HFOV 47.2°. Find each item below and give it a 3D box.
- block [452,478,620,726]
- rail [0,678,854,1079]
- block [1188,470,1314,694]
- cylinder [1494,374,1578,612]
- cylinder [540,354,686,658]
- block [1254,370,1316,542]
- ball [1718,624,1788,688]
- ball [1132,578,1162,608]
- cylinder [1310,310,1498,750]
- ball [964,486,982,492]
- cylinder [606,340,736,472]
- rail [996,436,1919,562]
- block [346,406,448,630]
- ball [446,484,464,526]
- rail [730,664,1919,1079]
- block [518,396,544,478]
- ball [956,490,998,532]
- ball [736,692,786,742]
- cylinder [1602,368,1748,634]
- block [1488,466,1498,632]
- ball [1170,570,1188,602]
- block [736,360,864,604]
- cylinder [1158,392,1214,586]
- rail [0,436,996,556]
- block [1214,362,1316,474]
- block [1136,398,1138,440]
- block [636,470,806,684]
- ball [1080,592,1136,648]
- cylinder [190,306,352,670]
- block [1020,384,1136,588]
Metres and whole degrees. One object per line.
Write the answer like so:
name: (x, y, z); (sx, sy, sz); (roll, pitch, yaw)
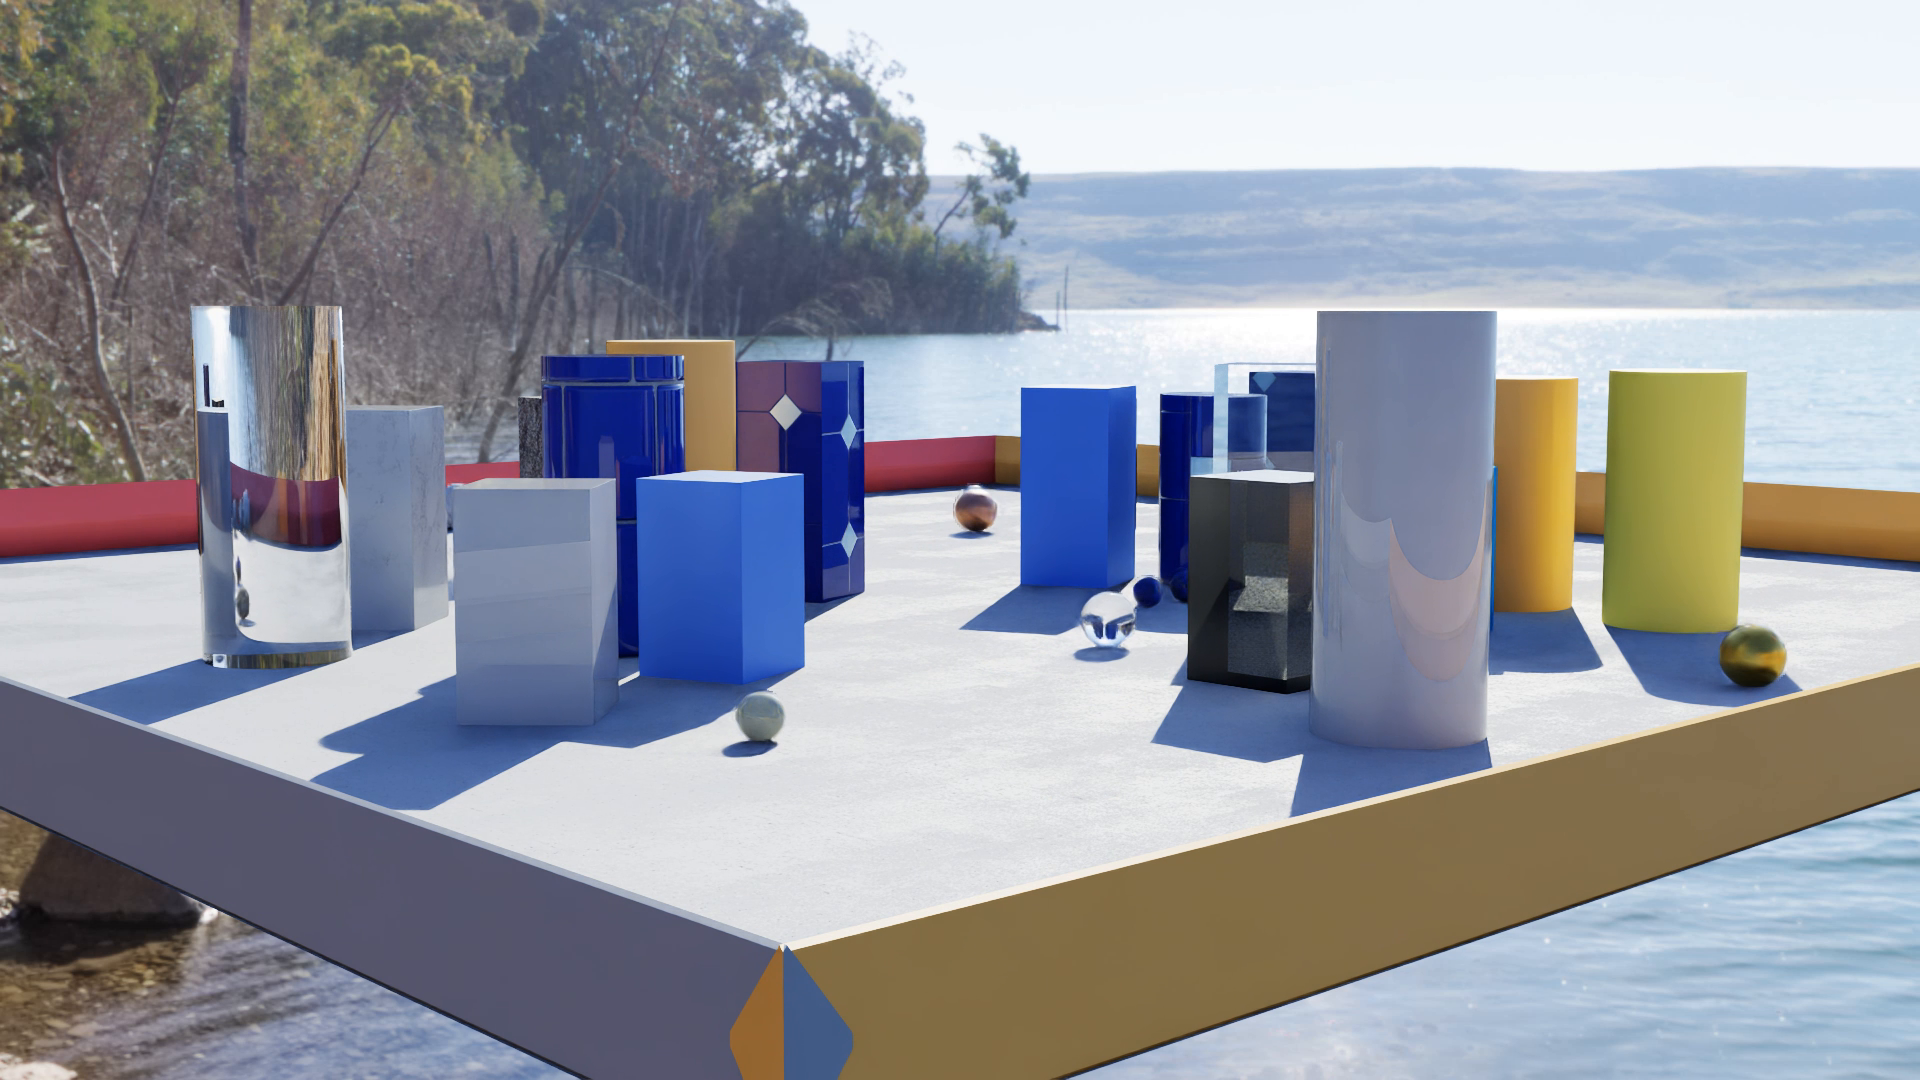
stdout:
block: (-0.461, 0.064, 2.402); (0.146, 0.252, 0.146); (0, 6, 2)
rail: (-1.138, 0.142, 2.288); (0.045, 0.119, 3.142); (-6, 8, -42)
block: (0.375, 0.045, 2.616); (0.146, 0.244, 0.146); (6, 9, 45)
cylinder: (0.822, -0.073, 3.276); (0.183, 0.339, 0.183); (0, 6, 0)
cylinder: (-0.447, -0.048, 2.851); (0.183, 0.380, 0.183); (0, 6, 0)
block: (0.668, -0.166, 4.235); (0.146, 0.320, 0.146); (5, 8, 40)
ball: (0.926, 0.135, 2.569); (0.075, 0.075, 0.075); (0, 6, 0)
ball: (0.278, 0.077, 3.256); (0.044, 0.044, 0.044); (0, 6, 0)
cylinder: (0.458, -0.017, 2.281); (0.183, 0.439, 0.183); (0, 6, 0)
ball: (0.031, -0.097, 4.874); (0.048, 0.048, 0.048); (0, 6, 0)
cylinder: (-0.413, -0.088, 3.160); (0.183, 0.394, 0.183); (0, 6, 0)
rail: (1.138, -0.080, 4.377); (0.045, 0.119, 3.142); (-6, 8, -42)
block: (-0.815, -0.034, 3.085); (0.146, 0.303, 0.146); (1, 6, 5)
ball: (-1.008, -0.069, 4.414); (0.090, 0.090, 0.090); (0, 6, 0)
rail: (1.049, 0.151, 2.202); (3.144, 0.119, 0.045); (-6, 8, -42)
block: (-0.672, -0.108, 3.861); (0.146, 0.285, 0.146); (-5, 8, -40)
ball: (0.033, -0.058, 4.341); (0.084, 0.084, 0.084); (0, 6, 0)
ball: (-0.205, 0.181, 2.255); (0.051, 0.051, 0.051); (0, 6, 0)
cylinder: (0.996, -0.059, 3.070); (0.183, 0.355, 0.183); (0, 6, 0)
block: (0.638, 0.008, 3.048); (0.146, 0.226, 0.146); (-2, 6, -20)
ball: (0.341, 0.069, 3.317); (0.049, 0.049, 0.049); (0, 6, 0)
block: (-0.244, -0.094, 3.376); (0.146, 0.360, 0.146); (3, 7, 23)
cylinder: (0.412, -0.083, 3.540); (0.183, 0.304, 0.183); (0, 6, 0)
rail: (-1.049, -0.090, 4.463); (3.144, 0.119, 0.045); (-6, 8, -42)
block: (0.454, -0.073, 3.177); (0.146, 0.361, 0.146); (2, 6, 20)
block: (0.276, -0.158, 4.438); (0.146, 0.261, 0.146); (0, 6, -1)
block: (-0.289, 0.042, 2.675); (0.146, 0.239, 0.146); (3, 7, 26)
ball: (0.193, 0.104, 2.873); (0.072, 0.072, 0.072); (0, 6, 0)
cylinder: (-0.866, -0.072, 2.770); (0.183, 0.444, 0.183); (0, 6, 0)
block: (0.192, -0.090, 3.550); (0.146, 0.315, 0.146); (2, 7, 22)
